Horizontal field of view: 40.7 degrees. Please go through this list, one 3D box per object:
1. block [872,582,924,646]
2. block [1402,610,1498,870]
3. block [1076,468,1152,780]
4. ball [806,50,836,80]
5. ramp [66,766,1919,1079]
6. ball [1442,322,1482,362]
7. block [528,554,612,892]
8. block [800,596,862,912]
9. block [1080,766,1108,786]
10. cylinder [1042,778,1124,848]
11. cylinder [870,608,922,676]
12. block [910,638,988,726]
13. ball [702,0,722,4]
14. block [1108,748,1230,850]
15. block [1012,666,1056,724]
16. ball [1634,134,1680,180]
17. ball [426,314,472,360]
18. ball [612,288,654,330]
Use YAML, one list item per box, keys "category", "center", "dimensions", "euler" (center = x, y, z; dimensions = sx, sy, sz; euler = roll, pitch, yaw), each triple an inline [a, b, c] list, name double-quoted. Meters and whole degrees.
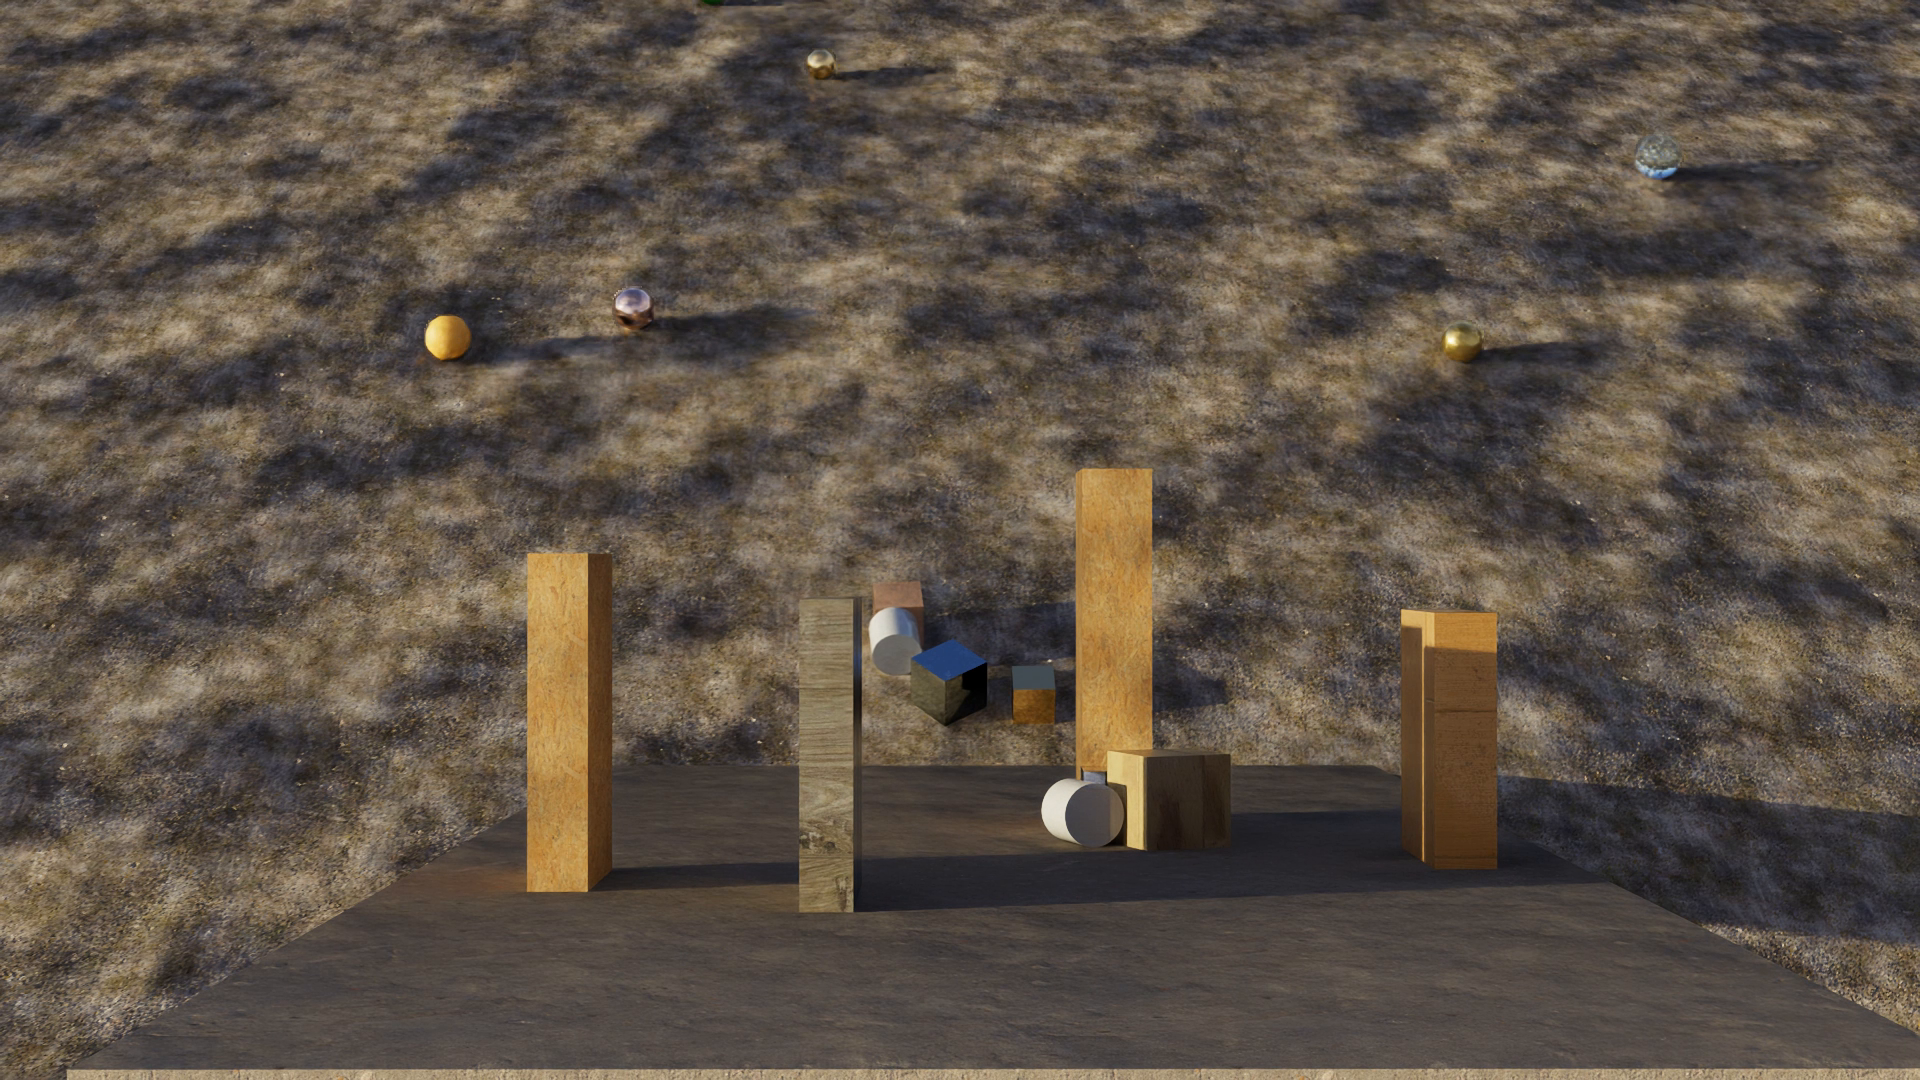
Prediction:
- category: "block"
  center: [-0.175, 0.212, 7.339]
  dimensions: [0.134, 0.134, 0.134]
  euler: [-3, 31, -5]
- category: "block"
  center: [0.867, 0.346, 4.609]
  dimensions: [0.107, 0.439, 0.333]
  euler: [0, 0, 0]
- category: "block"
  center: [0.306, 0.216, 5.180]
  dimensions: [0.137, 0.708, 0.267]
  euler: [0, 0, 0]
- category: "ball"
  center: [-0.593, -2.027, 11.035]
  dimensions: [0.126, 0.126, 0.126]
  euler: [0, 31, 0]
- category: "ramp"
  center: [0.070, 0.617, 4.694]
  dimensions: [2.000, 0.100, 4.000]
  euler: [0, 0, 0]
- category: "ball"
  center: [1.704, -0.672, 8.791]
  dimensions: [0.139, 0.139, 0.139]
  euler: [0, 31, 0]
- category: "block"
  center: [-0.644, 0.293, 4.291]
  dimensions: [0.097, 0.541, 0.292]
  euler: [0, 0, 0]
- category: "block"
  center: [-0.201, 0.326, 4.068]
  dimensions: [0.081, 0.471, 0.339]
  euler: [0, 0, 0]
- category: "block"
  center: [0.300, 0.504, 4.979]
  dimensions: [0.129, 0.129, 0.129]
  euler: [0, 0, 0]
- category: "cylinder"
  center: [0.229, 0.509, 4.839]
  dimensions: [0.118, 0.118, 0.118]
  euler: [-12, 4, -19]
- category: "cylinder"
  center: [-0.180, 0.282, 7.221]
  dimensions: [0.138, 0.138, 0.138]
  euler: [-3, 31, -5]
- category: "block"
  center: [-0.030, 0.387, 7.039]
  dimensions: [0.147, 0.147, 0.147]
  euler: [-23, 38, -33]
- category: "ball"
  center: [-1.134, -2.519, 11.823]
  dimensions: [0.149, 0.149, 0.149]
  euler: [0, 31, 0]
- category: "block"
  center: [0.389, 0.482, 4.833]
  dimensions: [0.171, 0.171, 0.171]
  euler: [0, 0, -22]
- category: "block"
  center: [0.198, 0.419, 7.019]
  dimensions: [0.113, 0.113, 0.113]
  euler: [-1, 31, -1]
- category: "ball"
  center: [2.724, -1.495, 10.112]
  dimensions: [0.175, 0.175, 0.175]
  euler: [0, 31, 0]
- category: "ball"
  center: [-1.739, -0.688, 8.803]
  dimensions: [0.155, 0.155, 0.155]
  euler: [0, 31, 0]
- category: "ball"
  center: [-1.135, -0.804, 9.003]
  dimensions: [0.145, 0.145, 0.145]
  euler: [0, 31, 0]
